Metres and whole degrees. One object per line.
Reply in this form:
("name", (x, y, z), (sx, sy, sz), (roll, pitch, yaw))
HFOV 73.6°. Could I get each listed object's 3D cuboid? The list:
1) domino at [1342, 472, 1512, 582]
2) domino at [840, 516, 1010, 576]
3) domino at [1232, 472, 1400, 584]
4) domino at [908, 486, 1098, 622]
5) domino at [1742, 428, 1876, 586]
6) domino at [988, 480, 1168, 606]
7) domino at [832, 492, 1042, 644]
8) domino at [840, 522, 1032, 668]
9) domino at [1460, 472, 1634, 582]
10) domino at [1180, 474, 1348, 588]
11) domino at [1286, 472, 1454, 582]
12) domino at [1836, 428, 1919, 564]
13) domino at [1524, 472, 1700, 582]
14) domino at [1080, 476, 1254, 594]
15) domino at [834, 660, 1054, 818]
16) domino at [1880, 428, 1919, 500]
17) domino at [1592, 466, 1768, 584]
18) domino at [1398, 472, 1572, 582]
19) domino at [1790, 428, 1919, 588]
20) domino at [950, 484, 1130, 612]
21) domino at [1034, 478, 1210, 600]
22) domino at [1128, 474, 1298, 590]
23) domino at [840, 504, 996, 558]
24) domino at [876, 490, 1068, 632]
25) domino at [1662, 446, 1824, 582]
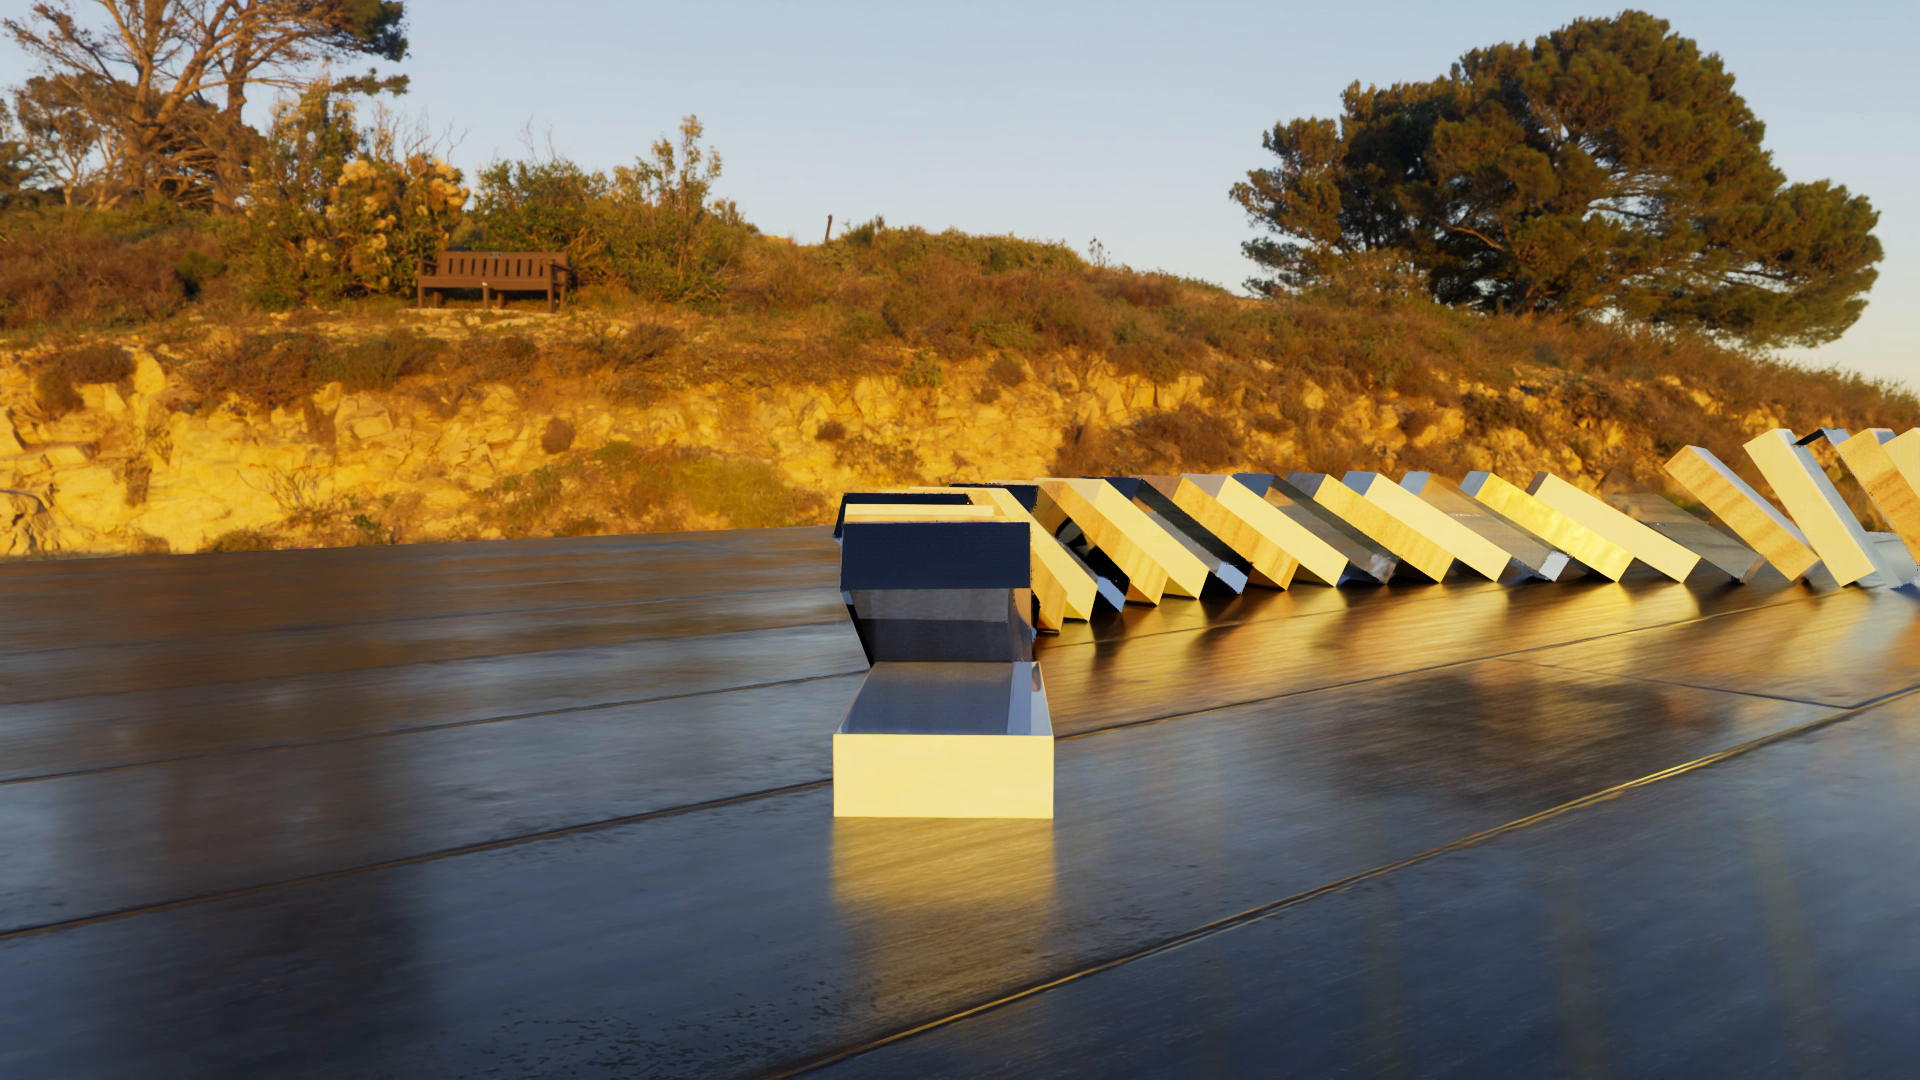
("domino", (0.145, -0.005, 0.406), (0.050, 0.010, 0.025), (30, 2, -6))
("domino", (-0.003, 0.011, 0.214), (0.025, 0.009, 0.050), (0, -23, 6))
("domino", (0.107, -0.004, 0.394), (0.050, 0.010, 0.025), (31, -5, -17))
("domino", (0.010, 0.004, 0.296), (0.025, 0.009, 0.050), (3, -25, 33))
("domino", (0.264, -0.011, 0.396), (0.025, 0.050, 0.010), (-5, -26, -47))
("domino", (0.030, 0.001, 0.332), (0.025, 0.010, 0.050), (4, -24, 44))
("domino", (-0.003, 0.007, 0.257), (0.025, 0.009, 0.050), (1, -26, 22))
("domino", (-0.002, 0.012, 0.193), (0.025, 0.010, 0.050), (-1, -24, 3))
("domino", (0.185, -0.005, 0.409), (0.050, 0.010, 0.025), (31, 7, 4))
("domino", (0.089, -0.003, 0.385), (0.050, 0.010, 0.025), (31, -8, -21))
("domino", (0.126, -0.004, 0.400), (0.050, 0.010, 0.025), (30, -2, -12))
("domino", (0.286, -0.010, 0.384), (0.025, 0.050, 0.010), (-4, -27, -41))
("domino", (0.206, -0.005, 0.409), (0.050, 0.010, 0.025), (32, 12, 12))
("domino", (0.057, -0.001, 0.361), (0.050, 0.010, 0.025), (33, -15, -32))
("domino", (-0.001, 0.025, 0.171), (0.025, 0.010, 0.050), (0, 4, 2))
("domino", (0.293, -0.009, 0.375), (0.025, 0.050, 0.010), (-4, -27, -41))
("domino", (0.226, -0.005, 0.406), (0.050, 0.009, 0.025), (37, 18, 18))
("domino", (0.165, -0.005, 0.409), (0.050, 0.010, 0.025), (31, 5, 0))
("domino", (0.276, -0.010, 0.391), (0.025, 0.050, 0.009), (-4, -27, -41))
("domino", (0.019, 0.002, 0.314), (0.025, 0.010, 0.050), (3, -25, 36))
("domino", (0.043, 0.000, 0.347), (0.025, 0.010, 0.050), (5, -24, 49))
("domino", (0.072, -0.002, 0.374), (0.050, 0.010, 0.025), (32, -11, -27))
("domino", (-0.004, 0.009, 0.235), (0.025, 0.009, 0.050), (1, -24, 9))
("domino", (0.003, 0.005, 0.276), (0.025, 0.010, 0.050), (2, -25, 26))
("domino", (0.248, -0.009, 0.404), (0.025, 0.010, 0.050), (0, 46, -47))
